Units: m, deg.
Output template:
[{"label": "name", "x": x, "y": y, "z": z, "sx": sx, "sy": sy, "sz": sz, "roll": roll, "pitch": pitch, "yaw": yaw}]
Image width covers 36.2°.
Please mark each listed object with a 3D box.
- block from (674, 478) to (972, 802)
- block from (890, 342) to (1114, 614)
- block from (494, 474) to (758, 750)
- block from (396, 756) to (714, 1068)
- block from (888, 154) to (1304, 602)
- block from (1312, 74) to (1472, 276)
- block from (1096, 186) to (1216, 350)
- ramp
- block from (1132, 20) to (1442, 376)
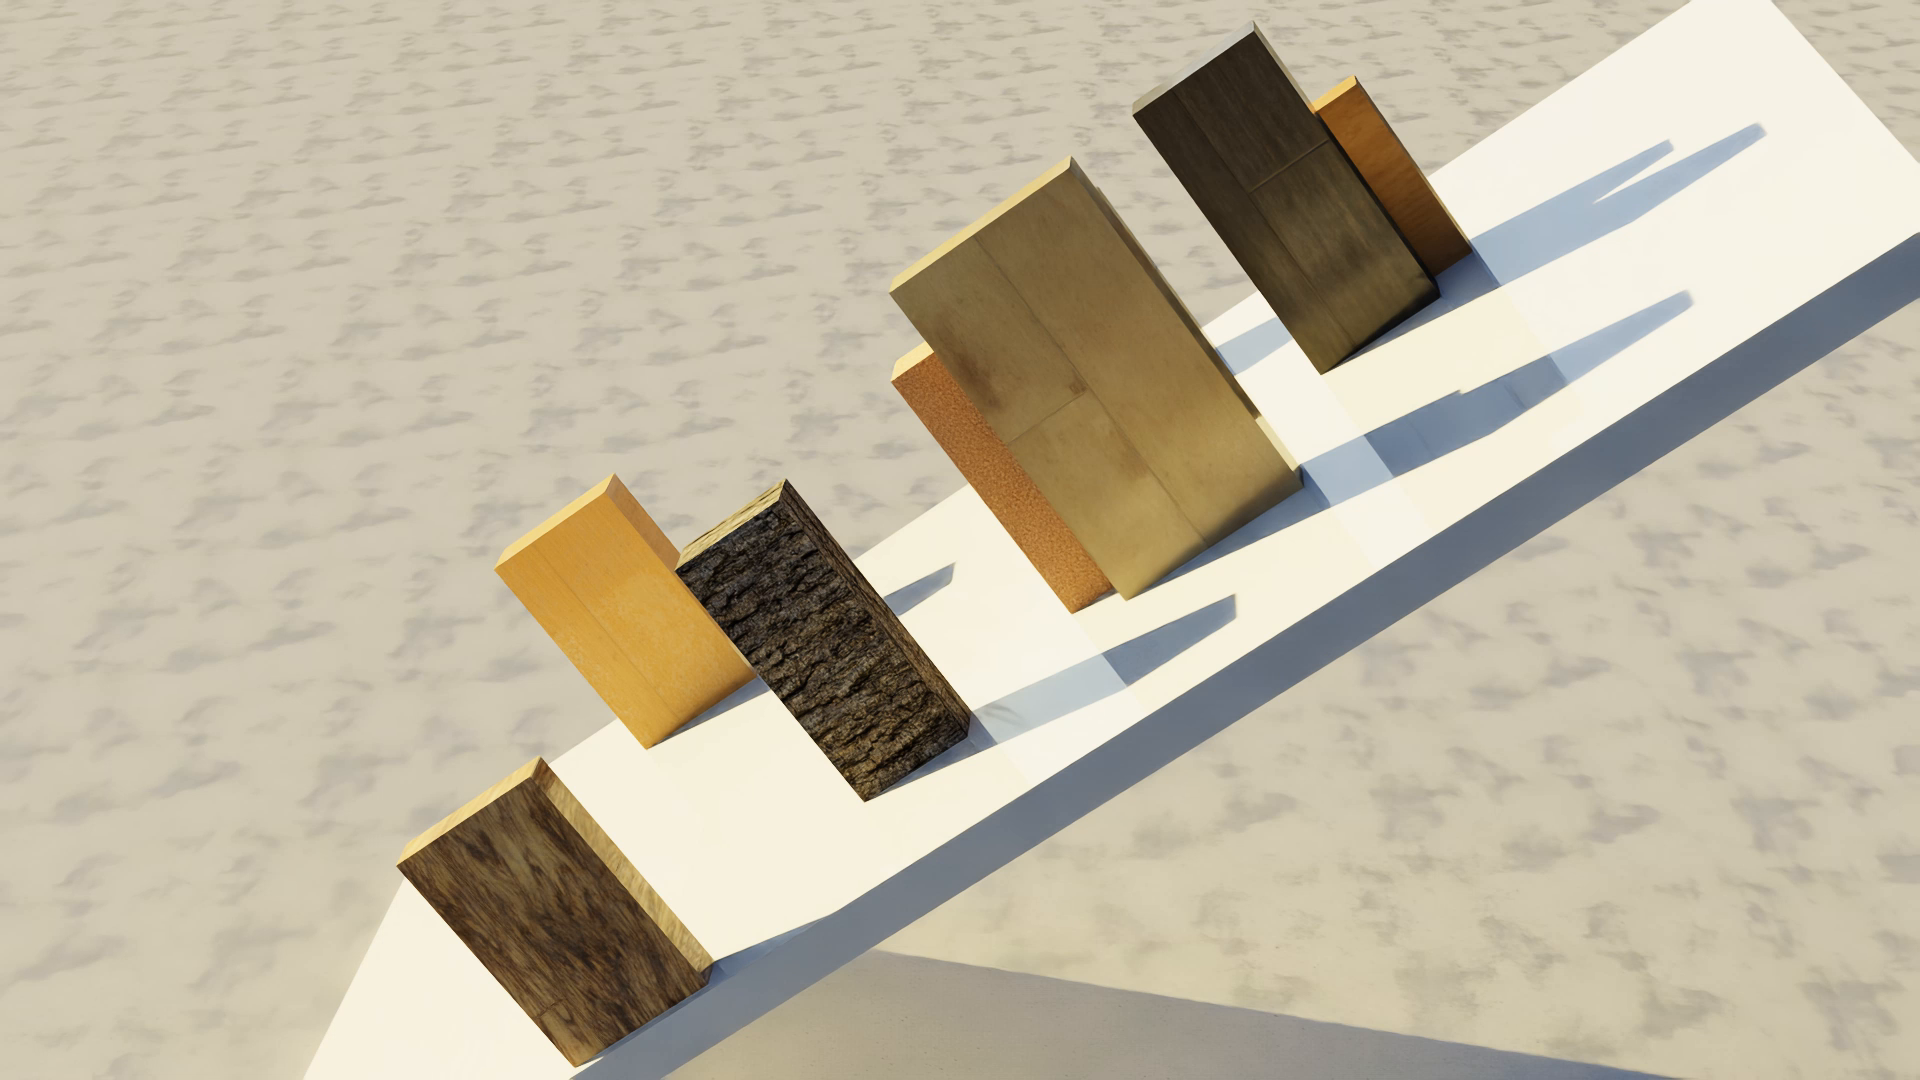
[{"label": "block", "x": -0.265, "y": 0.201, "z": 5.795, "sx": 0.257, "sy": 0.611, "sz": 0.121, "roll": -34, "pitch": 16, "yaw": 16}, {"label": "block", "x": 0.162, "y": -0.179, "z": 5.922, "sx": 0.282, "sy": 0.614, "sz": 0.126, "roll": -34, "pitch": 16, "yaw": 16}, {"label": "block", "x": -0.797, "y": 0.176, "z": 7.106, "sx": 0.345, "sy": 0.584, "sz": 0.127, "roll": -34, "pitch": 16, "yaw": 16}, {"label": "block", "x": -0.767, "y": 0.712, "z": 5.598, "sx": 0.331, "sy": 0.535, "sz": 0.089, "roll": -34, "pitch": 16, "yaw": 16}, {"label": "block", "x": 0.270, "y": -0.306, "z": 5.723, "sx": 0.425, "sy": 0.784, "sz": 0.097, "roll": -34, "pitch": 16, "yaw": 16}, {"label": "block", "x": 0.793, "y": -0.687, "z": 6.284, "sx": 0.418, "sy": 0.444, "sz": 0.091, "roll": -34, "pitch": 16, "yaw": 16}, {"label": "block", "x": 0.287, "y": -0.501, "z": 6.825, "sx": 0.417, "sy": 0.475, "sz": 0.108, "roll": -34, "pitch": 16, "yaw": 16}, {"label": "ramp", "x": 0.132, "y": 0.177, "z": 6.315, "sx": 4.000, "sy": 0.100, "sz": 2.000, "roll": -34, "pitch": 16, "yaw": 16}, {"label": "block", "x": 0.682, "y": -0.709, "z": 6.133, "sx": 0.301, "sy": 0.689, "sz": 0.107, "roll": -34, "pitch": 16, "yaw": 16}]
